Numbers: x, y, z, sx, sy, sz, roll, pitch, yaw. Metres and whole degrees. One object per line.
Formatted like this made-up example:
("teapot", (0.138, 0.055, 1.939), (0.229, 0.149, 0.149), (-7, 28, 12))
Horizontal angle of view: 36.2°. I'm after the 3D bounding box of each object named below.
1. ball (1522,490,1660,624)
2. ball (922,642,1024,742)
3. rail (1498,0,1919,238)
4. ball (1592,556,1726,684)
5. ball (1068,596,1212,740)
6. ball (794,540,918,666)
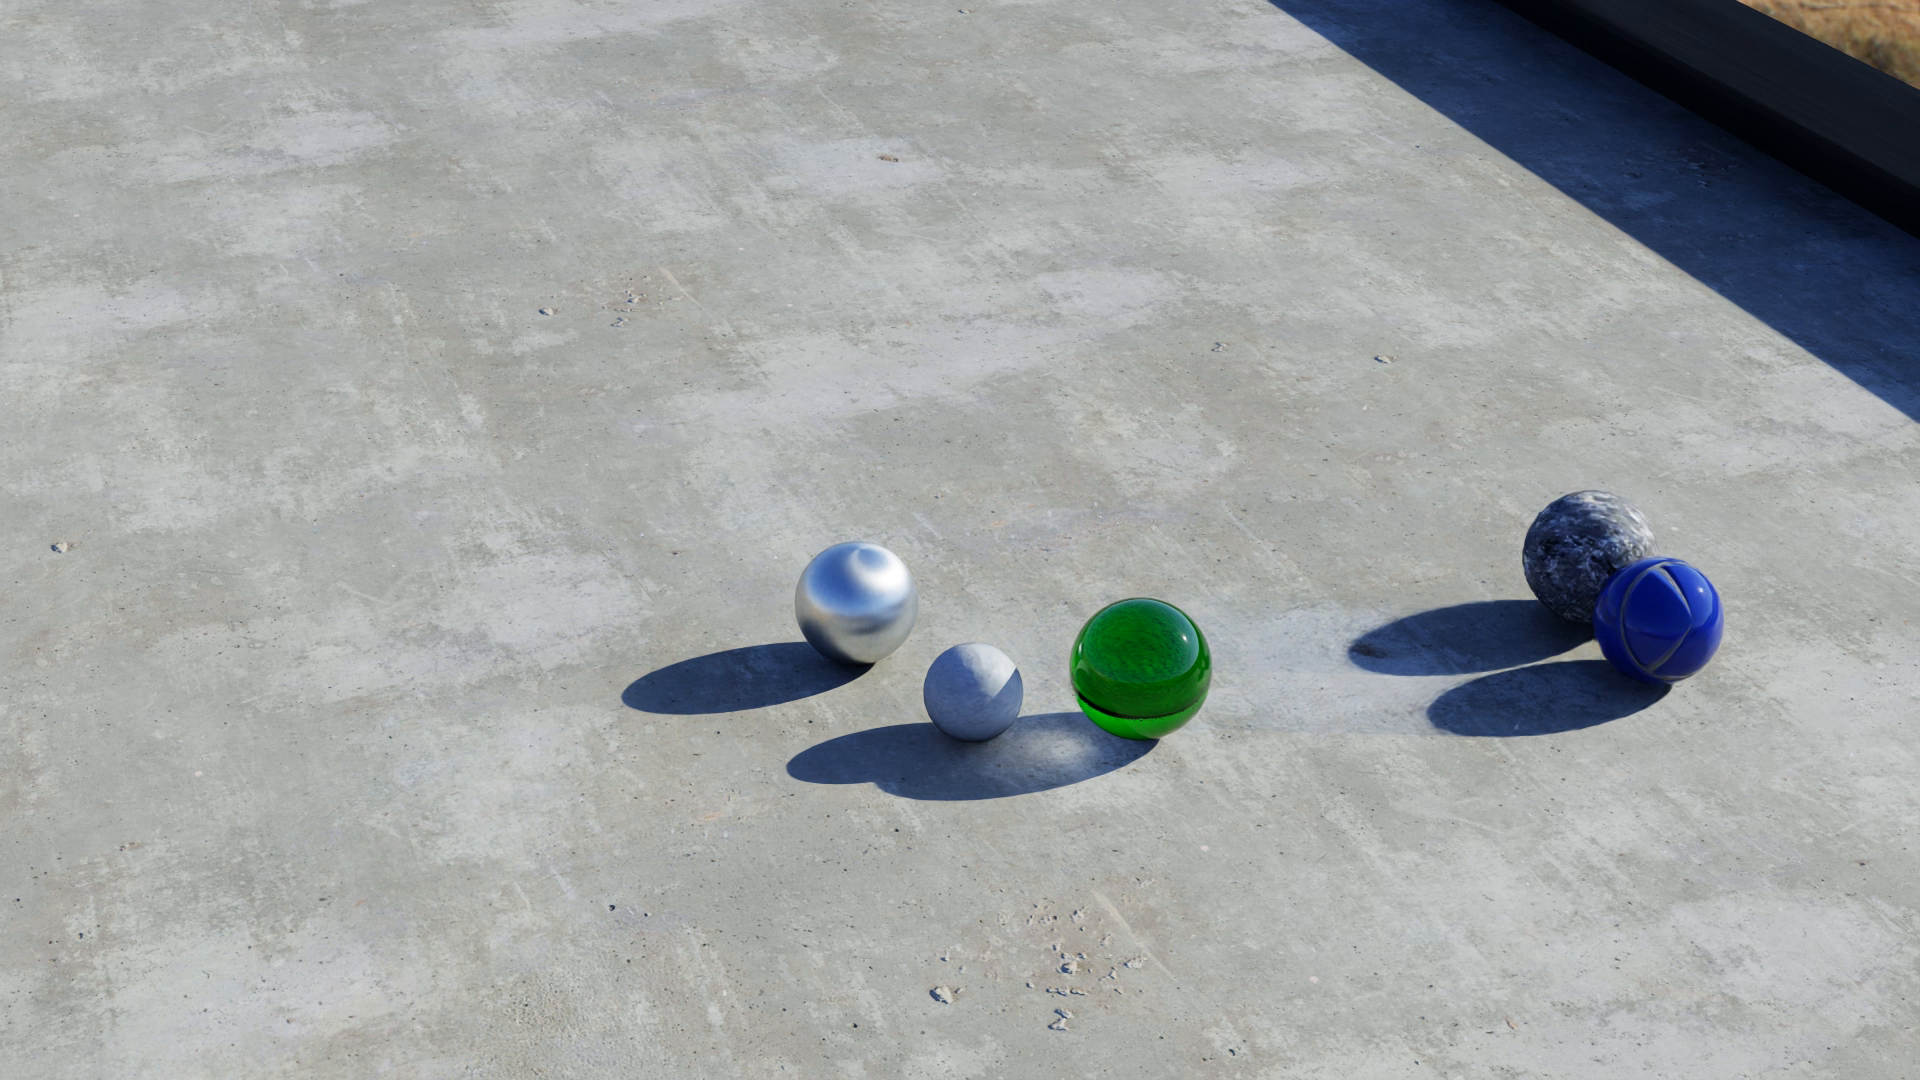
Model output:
("ball", (0.407, 0.011, 1.900), (0.086, 0.086, 0.086), (0, 27, 0))
("ball", (0.008, 0.092, 1.769), (0.060, 0.060, 0.060), (0, 27, 0))
("rail", (0.649, -0.516, 2.908), (0.045, 0.123, 3.342), (-9, 28, -17))
("ball", (0.435, 0.050, 1.829), (0.080, 0.080, 0.080), (0, 27, 0))
("ball", (0.109, 0.077, 1.768), (0.086, 0.086, 0.086), (0, 27, 0))
("ball", (-0.065, 0.040, 1.852), (0.078, 0.078, 0.078), (0, 27, 0))
